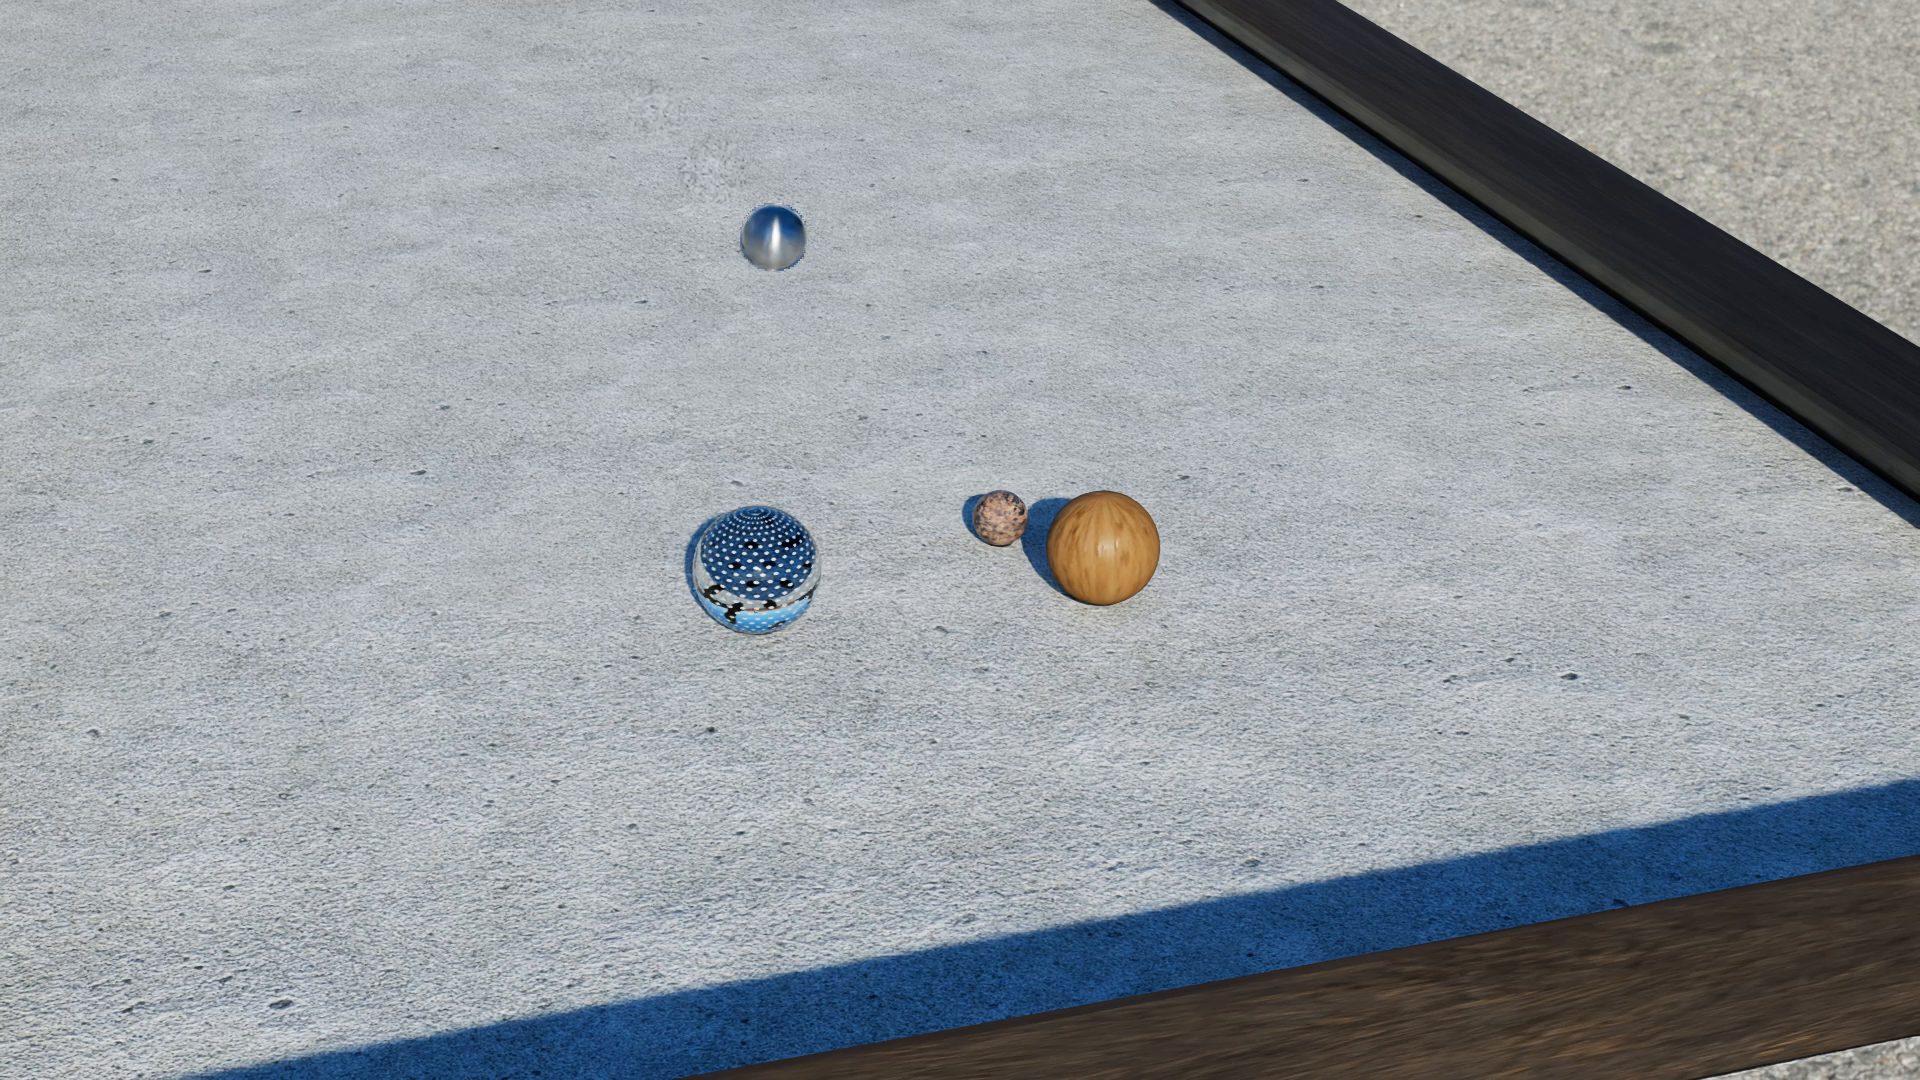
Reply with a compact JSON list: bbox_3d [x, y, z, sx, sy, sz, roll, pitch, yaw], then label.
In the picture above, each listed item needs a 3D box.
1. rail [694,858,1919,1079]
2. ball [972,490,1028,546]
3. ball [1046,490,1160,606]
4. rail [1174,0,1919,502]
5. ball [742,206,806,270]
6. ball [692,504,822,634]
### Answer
[{"bbox_3d":[0.199,0.245,1.480,1.457,0.114,0.045,-8,26,-16],"label":"rail"},{"bbox_3d":[0.029,-0.016,2.129,0.040,0.040,0.040,0,25,0],"label":"ball"},{"bbox_3d":[0.099,0.005,2.037,0.080,0.080,0.080,0,25,0],"label":"ball"},{"bbox_3d":[0.466,-0.386,2.834,0.045,0.114,2.736,-8,26,-16],"label":"rail"},{"bbox_3d":[-0.168,-0.274,2.661,0.058,0.058,0.058,0,25,0],"label":"ball"},{"bbox_3d":[-0.138,0.020,1.996,0.088,0.088,0.088,0,25,0],"label":"ball"}]
